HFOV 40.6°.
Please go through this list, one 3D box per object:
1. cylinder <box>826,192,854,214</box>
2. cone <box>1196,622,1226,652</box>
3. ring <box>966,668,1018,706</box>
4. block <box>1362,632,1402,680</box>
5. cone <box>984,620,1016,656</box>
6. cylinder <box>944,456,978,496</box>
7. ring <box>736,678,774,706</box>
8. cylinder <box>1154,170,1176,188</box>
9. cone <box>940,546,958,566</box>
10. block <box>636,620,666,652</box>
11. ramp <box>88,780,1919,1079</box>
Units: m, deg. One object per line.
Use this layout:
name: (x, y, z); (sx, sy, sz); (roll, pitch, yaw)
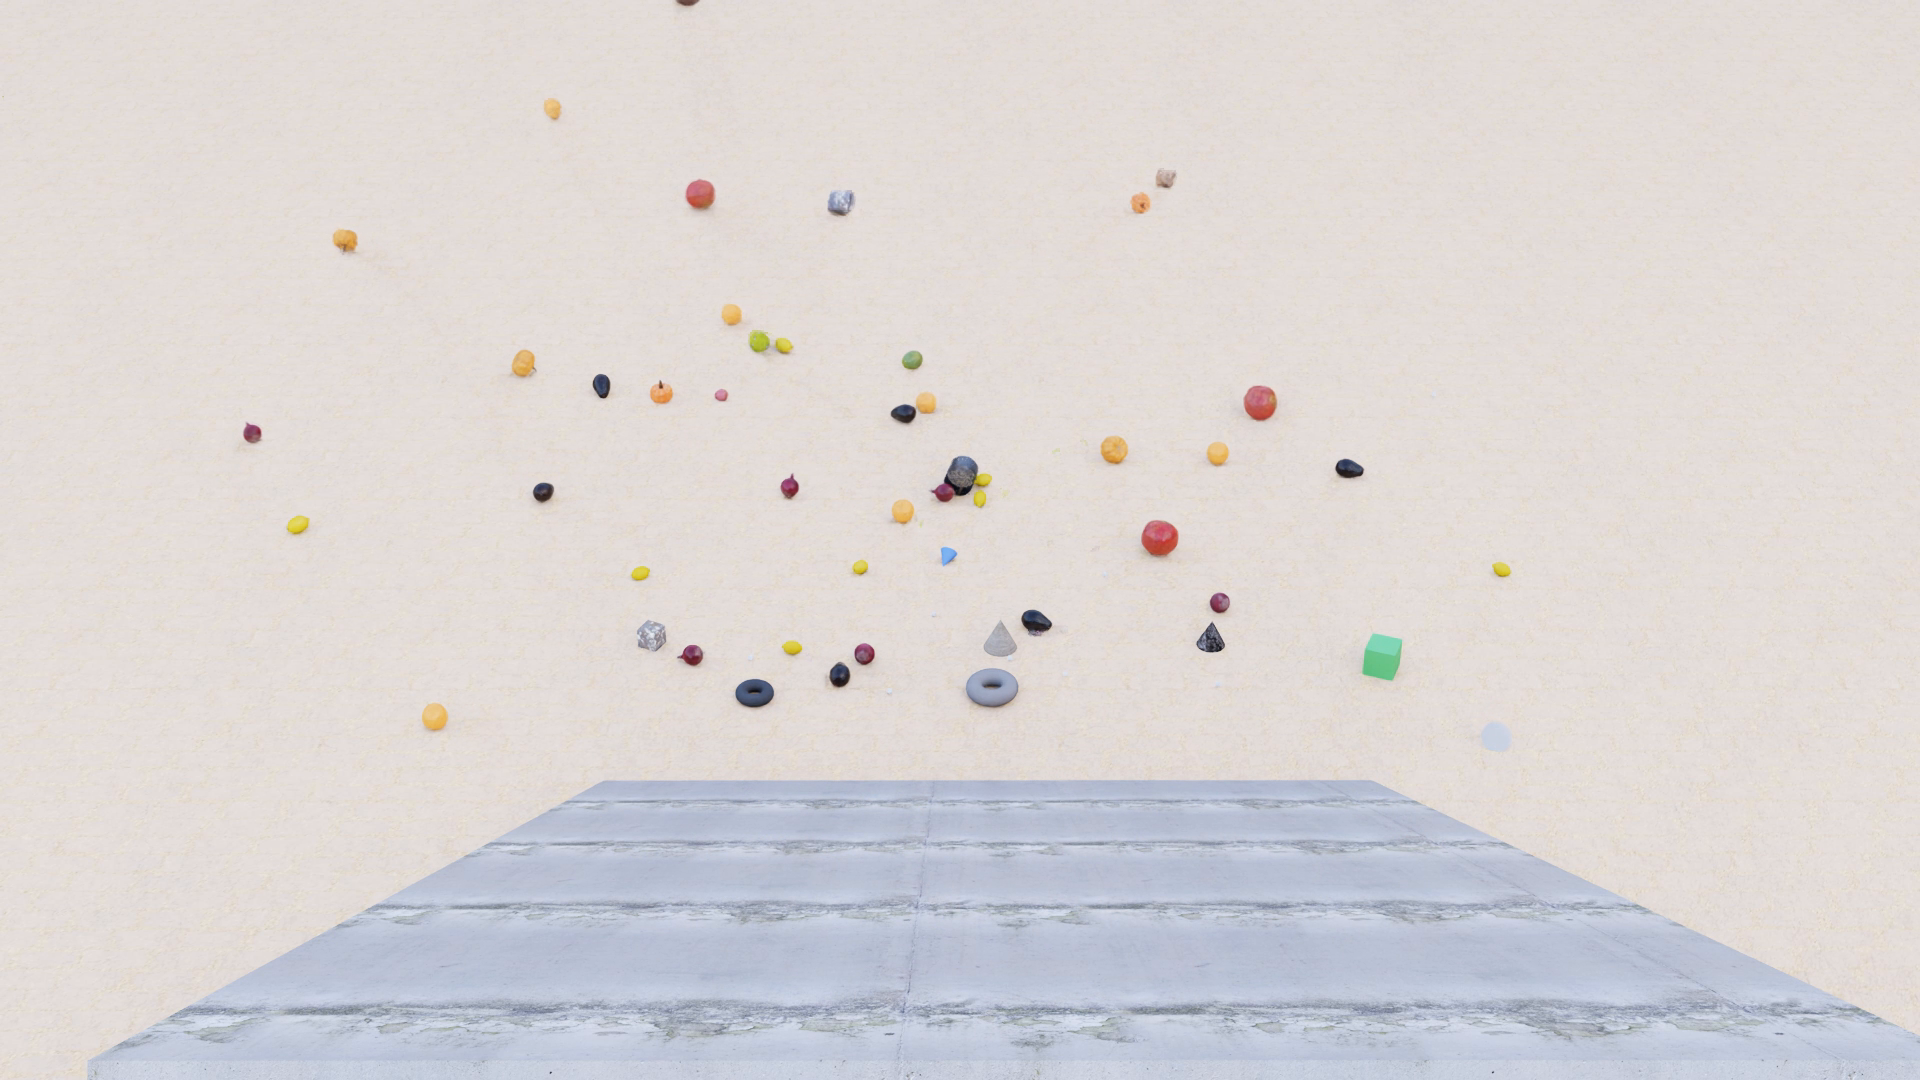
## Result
cylinder: (-0.449, -1.271, 9.762); (0.077, 0.077, 0.077); (-2, 30, 24)
cone: (0.716, 0.264, 7.387); (0.083, 0.083, 0.083); (0, 33, 0)
ring: (0.089, 0.409, 7.195); (0.146, 0.049, 0.146); (-1, 34, 1)
block: (1.187, 0.328, 7.284); (0.087, 0.087, 0.087); (12, 35, 18)
cone: (0.115, 0.265, 7.373); (0.096, 0.096, 0.096); (0, 33, 0)
cylinder: (0.004, -0.201, 8.097); (0.091, 0.091, 0.091); (7, 34, 10)
ring: (-0.569, 0.423, 7.184); (0.108, 0.036, 0.108); (1, 33, -1)
cylinder: (0.788, -1.386, 9.957); (0.059, 0.059, 0.059); (29, 40, 14)
cone: (-0.042, 0.057, 7.760); (0.054, 0.054, 0.054); (12, 61, 18)
block: (-0.879, 0.273, 7.395); (0.058, 0.058, 0.058); (15, 36, 22)
ramp: (0.073, 0.639, 4.751); (2.000, 0.100, 4.000); (0, -1, 0)
